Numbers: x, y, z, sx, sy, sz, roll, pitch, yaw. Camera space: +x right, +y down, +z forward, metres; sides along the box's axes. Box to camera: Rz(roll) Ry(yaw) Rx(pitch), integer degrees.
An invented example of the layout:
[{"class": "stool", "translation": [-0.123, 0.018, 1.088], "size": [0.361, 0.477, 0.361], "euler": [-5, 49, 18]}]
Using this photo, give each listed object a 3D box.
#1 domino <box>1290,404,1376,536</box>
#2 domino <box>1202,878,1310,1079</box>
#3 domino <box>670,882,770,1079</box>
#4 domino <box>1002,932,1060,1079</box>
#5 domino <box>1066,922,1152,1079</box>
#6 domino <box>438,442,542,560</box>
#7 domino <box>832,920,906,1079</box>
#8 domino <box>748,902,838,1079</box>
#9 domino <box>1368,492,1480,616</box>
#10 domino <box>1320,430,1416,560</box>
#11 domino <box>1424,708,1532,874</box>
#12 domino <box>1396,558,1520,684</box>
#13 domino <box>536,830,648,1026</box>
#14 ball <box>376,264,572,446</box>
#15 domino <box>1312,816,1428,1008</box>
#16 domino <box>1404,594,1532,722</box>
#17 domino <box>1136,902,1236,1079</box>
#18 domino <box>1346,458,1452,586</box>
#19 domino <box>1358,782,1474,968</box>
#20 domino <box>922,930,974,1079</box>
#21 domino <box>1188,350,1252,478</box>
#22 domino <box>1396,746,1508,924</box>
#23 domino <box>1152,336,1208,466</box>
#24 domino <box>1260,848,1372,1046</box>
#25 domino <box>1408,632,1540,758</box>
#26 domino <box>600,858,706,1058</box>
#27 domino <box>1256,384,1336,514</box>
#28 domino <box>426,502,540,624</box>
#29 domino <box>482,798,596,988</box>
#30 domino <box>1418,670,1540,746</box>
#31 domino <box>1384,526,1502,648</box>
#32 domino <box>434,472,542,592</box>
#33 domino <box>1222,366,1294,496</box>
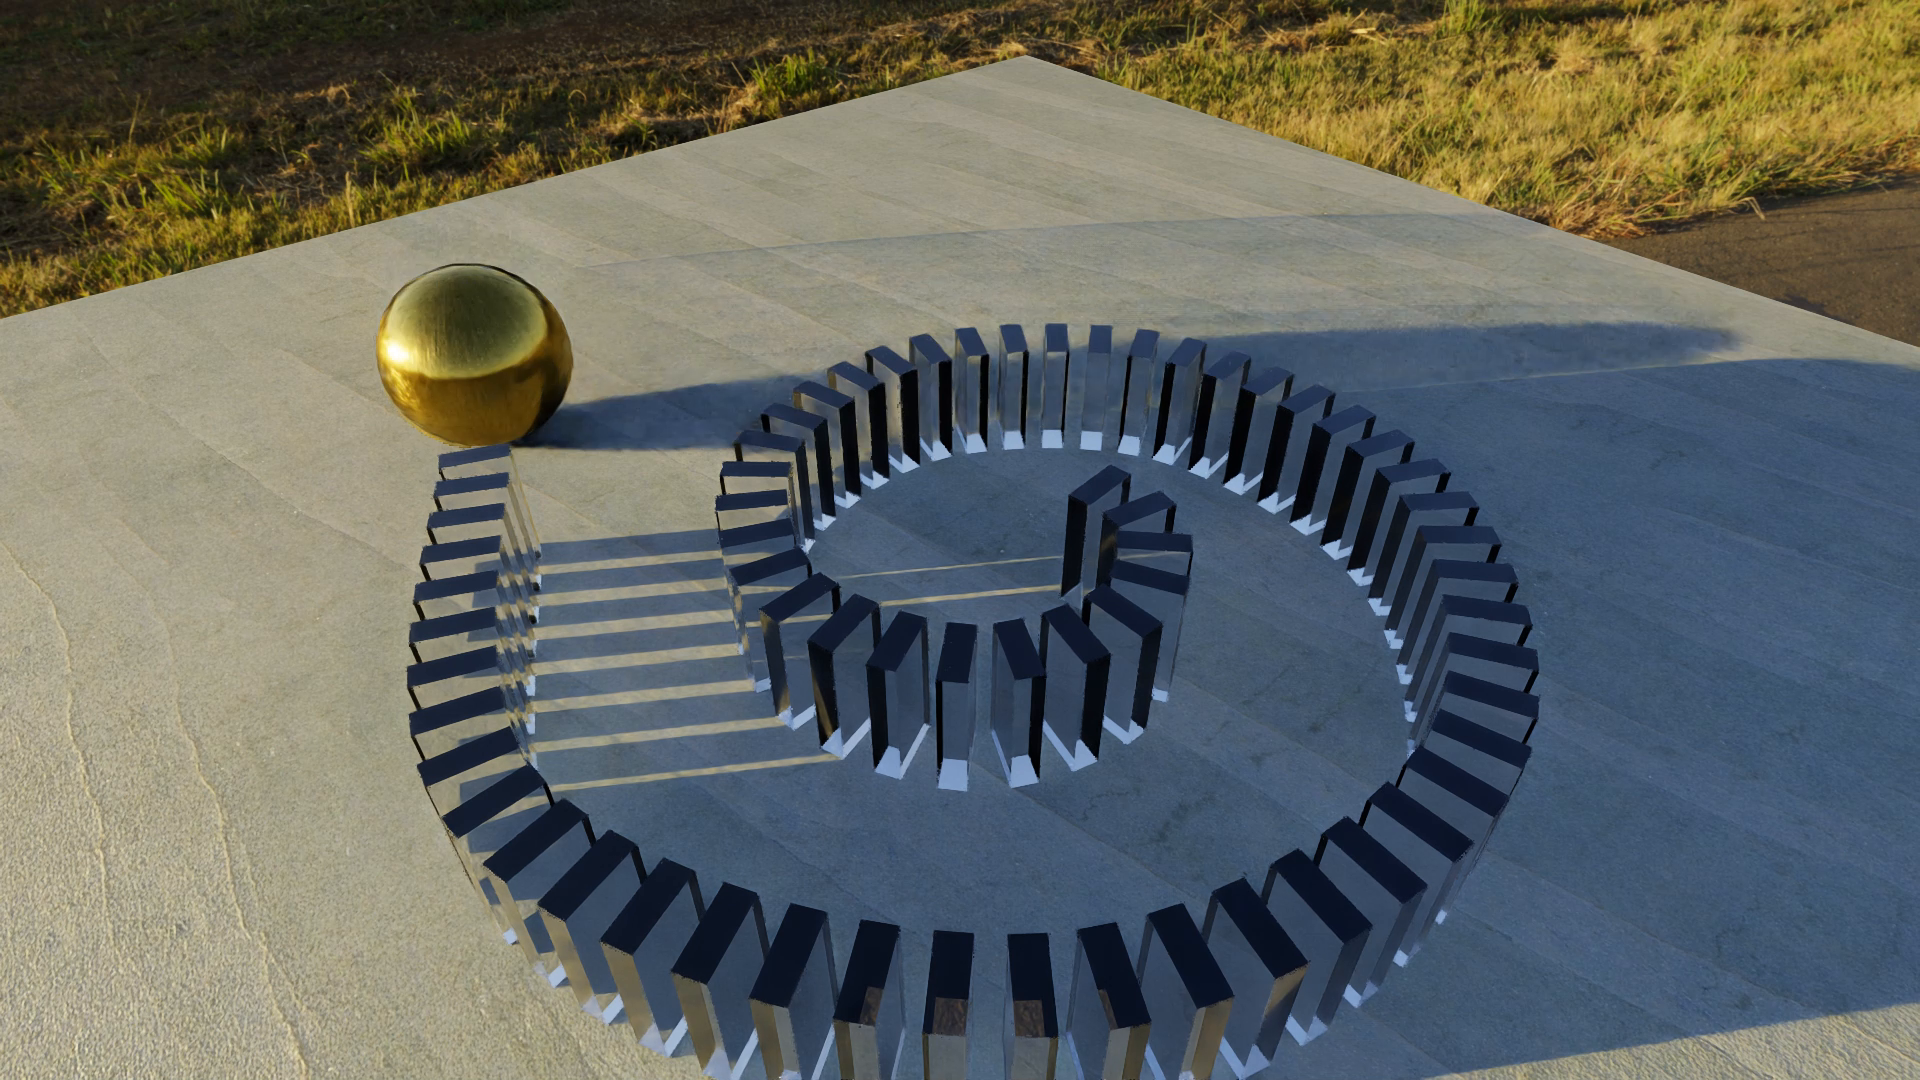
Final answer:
[{"class": "domino", "translation": [0.151, -0.028, 0.445], "size": [0.025, 0.050, 0.010], "euler": [-22, 44, -25]}, {"class": "domino", "translation": [0.071, 0.111, 0.276], "size": [0.009, 0.050, 0.025], "euler": [-16, 42, -19]}, {"class": "domino", "translation": [-0.058, 0.112, 0.275], "size": [0.010, 0.050, 0.025], "euler": [13, 41, 15]}, {"class": "domino", "translation": [0.016, 0.120, 0.265], "size": [0.009, 0.050, 0.025], "euler": [-1, 39, -2]}, {"class": "domino", "translation": [0.035, 0.118, 0.267], "size": [0.009, 0.050, 0.025], "euler": [-7, 40, -9]}, {"class": "domino", "translation": [-0.181, -0.012, 0.426], "size": [0.025, 0.050, 0.009], "euler": [-13, 41, -15]}, {"class": "domino", "translation": [-0.021, 0.118, 0.268], "size": [0.009, 0.050, 0.025], "euler": [7, 40, 8]}, {"class": "domino", "translation": [-0.040, 0.115, 0.271], "size": [0.010, 0.050, 0.025], "euler": [10, 40, 12]}, {"class": "domino", "translation": [0.170, 0.006, 0.405], "size": [0.025, 0.050, 0.010], "euler": [-3, 39, -4]}, {"class": "domino", "translation": [0.160, -0.017, 0.433], "size": [0.025, 0.050, 0.010], "euler": [-17, 42, -19]}, {"class": "domino", "translation": [0.144, 0.074, 0.321], "size": [0.025, 0.050, 0.009], "euler": [24, 45, 26]}, {"class": "domino", "translation": [0.169, 0.029, 0.376], "size": [0.025, 0.050, 0.009], "euler": [4, 40, 5]}, {"class": "domino", "translation": [-0.092, 0.102, 0.287], "size": [0.009, 0.050, 0.025], "euler": [20, 43, 23]}, {"class": "ball", "translation": [-0.214, -0.081, 0.487], "size": [0.080, 0.080, 0.080], "euler": [0, 39, 0]}, {"class": "domino", "translation": [0.104, 0.099, 0.291], "size": [0.010, 0.050, 0.025], "euler": [-24, 45, -26]}, {"class": "domino", "translation": [0.166, 0.041, 0.361], "size": [0.025, 0.050, 0.009], "euler": [8, 40, 9]}, {"class": "domino", "translation": [0.053, 0.115, 0.271], "size": [0.009, 0.050, 0.025], "euler": [-12, 41, -14]}, {"class": "domino", "translation": [0.166, -0.006, 0.419], "size": [0.025, 0.050, 0.009], "euler": [-10, 40, -12]}, {"class": "domino", "translation": [0.119, 0.092, 0.300], "size": [0.010, 0.050, 0.025], "euler": [-28, 47, -30]}, {"class": "domino", "translation": [-0.002, 0.120, 0.266], "size": [0.009, 0.050, 0.025], "euler": [3, 39, 4]}, {"class": "domino", "translation": [0.113, -0.054, 0.478], "size": [0.009, 0.050, 0.025], "euler": [27, 46, 29]}, {"class": "domino", "translation": [0.132, 0.084, 0.310], "size": [0.025, 0.050, 0.010], "euler": [31, 49, 32]}, {"class": "domino", "translation": [0.097, -0.061, 0.486], "size": [0.010, 0.050, 0.025], "euler": [20, 43, 22]}, {"class": "domino", "translation": [0.088, 0.105, 0.283], "size": [0.010, 0.050, 0.025], "euler": [-20, 43, -23]}, {"class": "domino", "translation": [0.161, 0.053, 0.347], "size": [0.025, 0.050, 0.009], "euler": [12, 41, 14]}, {"class": "domino", "translation": [-0.075, 0.107, 0.281], "size": [0.009, 0.050, 0.025], "euler": [16, 42, 19]}, {"class": "domino", "translation": [0.139, -0.038, 0.457], "size": [0.025, 0.050, 0.010], "euler": [-27, 47, -29]}, {"class": "domino", "translation": [-0.172, 0.011, 0.398], "size": [0.025, 0.050, 0.009], "euler": [-9, 40, -11]}, {"class": "domino", "translation": [-0.108, 0.095, 0.295], "size": [0.009, 0.050, 0.025], "euler": [25, 45, 27]}, {"class": "domino", "translation": [0.154, 0.064, 0.333], "size": [0.025, 0.050, 0.010], "euler": [17, 42, 19]}, {"class": "domino", "translation": [0.170, 0.018, 0.390], "size": [0.025, 0.050, 0.009], "euler": [1, 39, 1]}, {"class": "domino", "translation": [-0.176, -0.001, 0.412], "size": [0.025, 0.050, 0.009], "euler": [-9, 40, -11]}, {"class": "domino", "translation": [0.127, -0.046, 0.468], "size": [0.010, 0.050, 0.025], "euler": [32, 49, 33]}]
